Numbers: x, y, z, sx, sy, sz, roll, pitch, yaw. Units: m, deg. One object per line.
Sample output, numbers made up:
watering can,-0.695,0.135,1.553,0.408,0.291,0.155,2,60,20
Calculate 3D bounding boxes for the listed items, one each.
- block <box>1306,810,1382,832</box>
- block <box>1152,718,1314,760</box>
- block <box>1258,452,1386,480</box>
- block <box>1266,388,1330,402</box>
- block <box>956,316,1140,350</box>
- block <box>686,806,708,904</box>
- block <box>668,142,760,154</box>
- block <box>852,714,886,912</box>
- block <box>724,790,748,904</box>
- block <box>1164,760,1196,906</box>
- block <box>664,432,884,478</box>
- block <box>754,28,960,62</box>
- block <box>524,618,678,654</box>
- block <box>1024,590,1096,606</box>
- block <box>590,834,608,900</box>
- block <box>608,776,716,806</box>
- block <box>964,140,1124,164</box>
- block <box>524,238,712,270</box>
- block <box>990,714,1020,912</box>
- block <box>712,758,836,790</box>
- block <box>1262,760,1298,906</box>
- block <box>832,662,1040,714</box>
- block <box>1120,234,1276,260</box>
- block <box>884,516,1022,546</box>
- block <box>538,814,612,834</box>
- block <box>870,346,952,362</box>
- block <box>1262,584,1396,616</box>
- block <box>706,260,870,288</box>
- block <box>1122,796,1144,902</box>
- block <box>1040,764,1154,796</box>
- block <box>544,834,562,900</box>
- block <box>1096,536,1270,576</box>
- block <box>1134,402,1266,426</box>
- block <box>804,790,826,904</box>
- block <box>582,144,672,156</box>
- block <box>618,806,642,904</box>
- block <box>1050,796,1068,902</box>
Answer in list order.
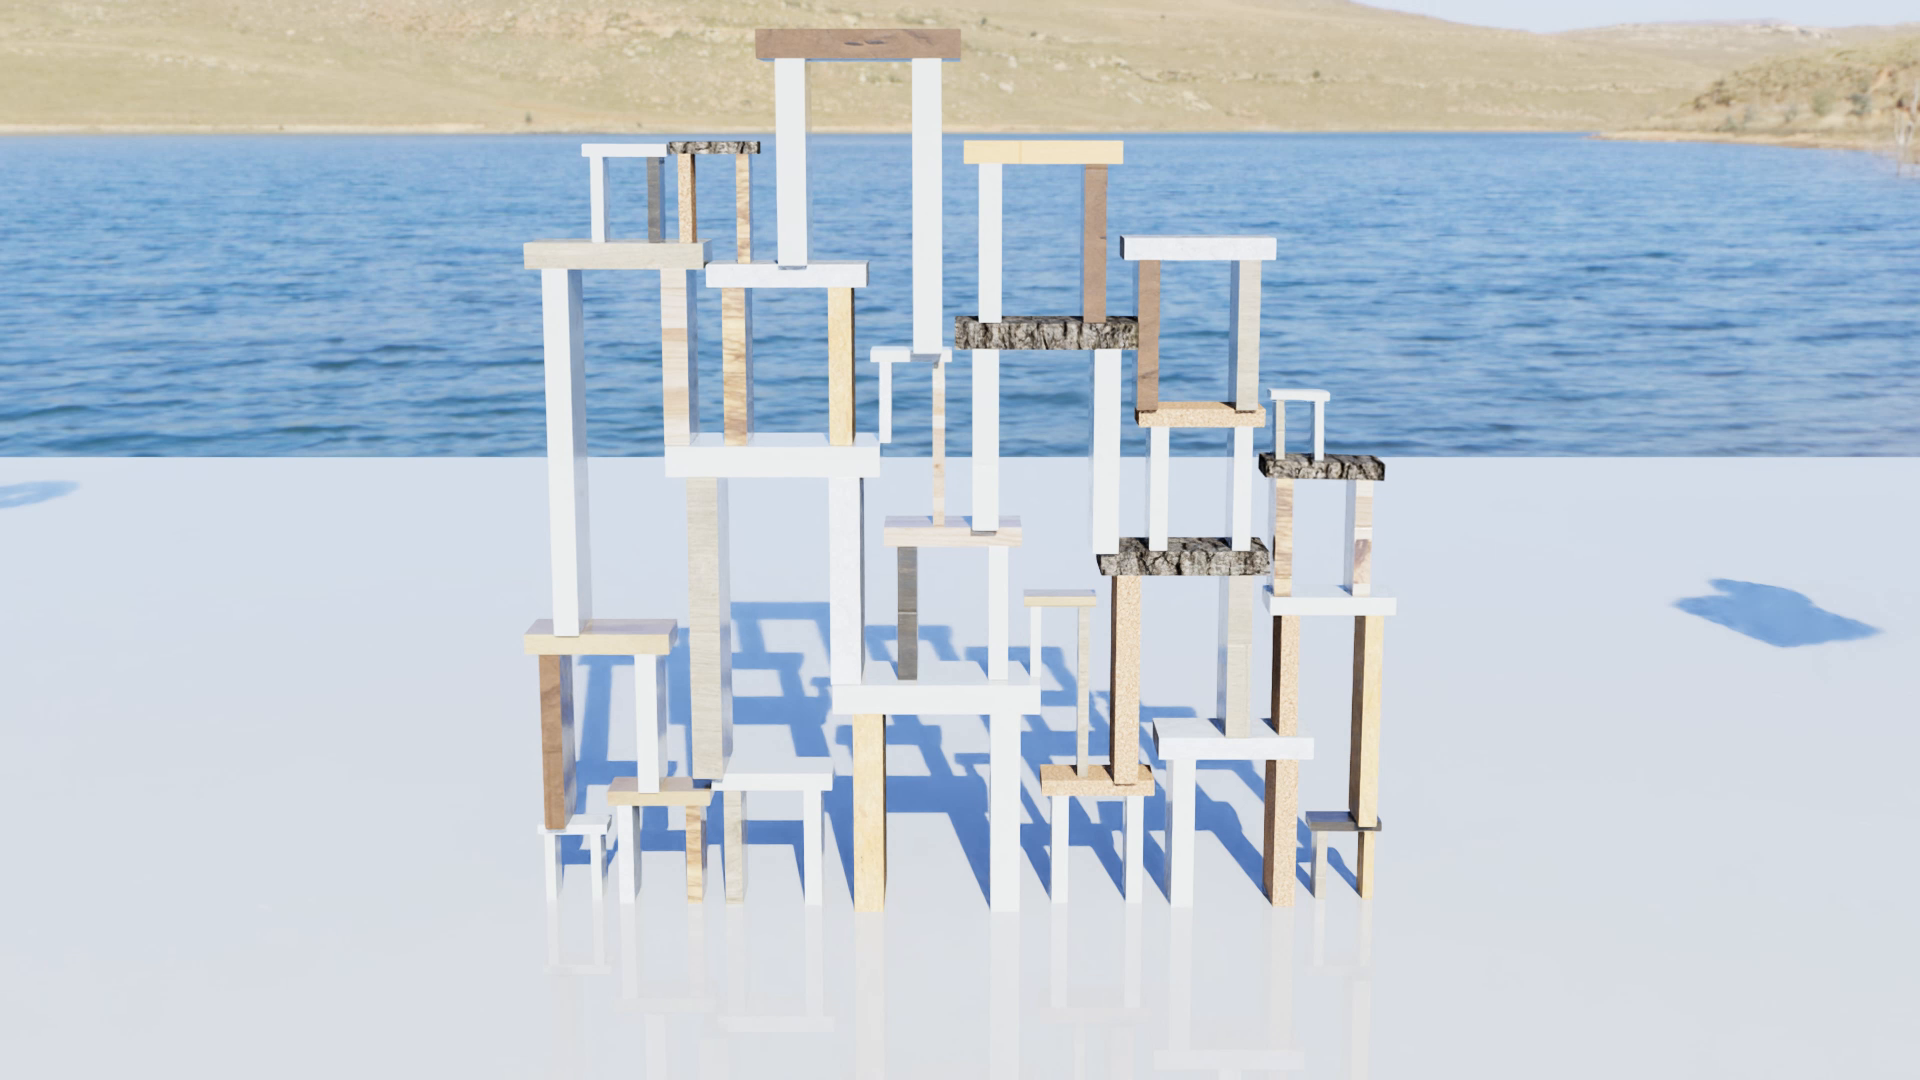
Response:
block,0.636,0.466,3.648,0.117,0.017,0.058,0,11,0
block,0.447,0.327,3.620,0.250,0.035,0.125,0,11,0
block,0.581,-0.118,3.539,0.189,0.027,0.095,2,11,0
block,0.540,-0.232,3.513,0.093,0.013,0.046,2,9,-1
block,0.135,-0.330,3.494,0.286,0.041,0.143,0,11,0
block,-0.437,0.508,3.649,0.024,0.167,0.084,0,11,0
block,-0.383,-0.614,3.443,0.136,0.019,0.068,0,11,0
block,-0.148,0.427,3.636,0.047,0.332,0.166,0,11,0
block,-0.371,0.495,3.647,0.028,0.195,0.098,0,11,0
block,0.364,0.467,3.646,0.035,0.250,0.125,0,11,0
block,-0.295,-0.138,3.537,0.337,0.048,0.168,0,11,0
block,-0.155,-0.768,3.415,0.312,0.044,0.156,0,11,0
block,-0.584,0.157,3.592,0.232,0.033,0.116,0,11,0
block,0.162,0.094,3.576,0.117,0.017,0.059,0,11,0
block,-0.600,0.535,3.656,0.016,0.113,0.057,0,11,0
block,-0.492,0.415,3.632,0.167,0.024,0.084,0,11,0
block,0.129,-0.608,3.445,0.245,0.035,0.122,0,11,0
block,-0.538,-0.453,3.478,0.277,0.039,0.139,0,11,0
block,0.073,0.427,3.636,0.047,0.332,0.166,0,11,0
block,-0.306,0.385,3.627,0.195,0.028,0.098,0,11,0
block,0.531,0.467,3.646,0.035,0.250,0.125,0,11,0
block,-0.037,0.241,3.601,0.332,0.047,0.166,0,11,0
block,0.373,-0.462,3.473,0.235,0.033,0.117,0,11,0
block,-0.012,-0.015,3.561,0.220,0.031,0.110,0,11,0
block,-0.638,0.471,3.644,0.113,0.016,0.057,0,11,0
block,-0.076,-0.296,3.506,0.129,0.018,0.064,0,11,0
block,0.598,0.097,3.575,0.202,0.029,0.101,0,11,0
block,-0.270,-0.422,3.479,0.248,0.035,0.124,0,11,0
block,0.287,0.500,3.653,0.026,0.184,0.092,0,11,0
block,0.225,0.396,3.634,0.184,0.026,0.092,0,11,0
block,-0.676,0.535,3.656,0.016,0.113,0.057,0,11,0
block,0.359,0.026,3.569,0.268,0.038,0.134,0,11,0
block,0.383,-0.202,3.524,0.199,0.028,0.099,0,11,0
block,-0.241,0.495,3.647,0.028,0.195,0.098,0,11,0
block,-0.522,-0.611,3.447,0.132,0.019,0.066,0,11,0
block,-0.548,0.508,3.649,0.024,0.167,0.084,0,11,0
block,0.164,0.500,3.653,0.026,0.184,0.092,0,11,0
